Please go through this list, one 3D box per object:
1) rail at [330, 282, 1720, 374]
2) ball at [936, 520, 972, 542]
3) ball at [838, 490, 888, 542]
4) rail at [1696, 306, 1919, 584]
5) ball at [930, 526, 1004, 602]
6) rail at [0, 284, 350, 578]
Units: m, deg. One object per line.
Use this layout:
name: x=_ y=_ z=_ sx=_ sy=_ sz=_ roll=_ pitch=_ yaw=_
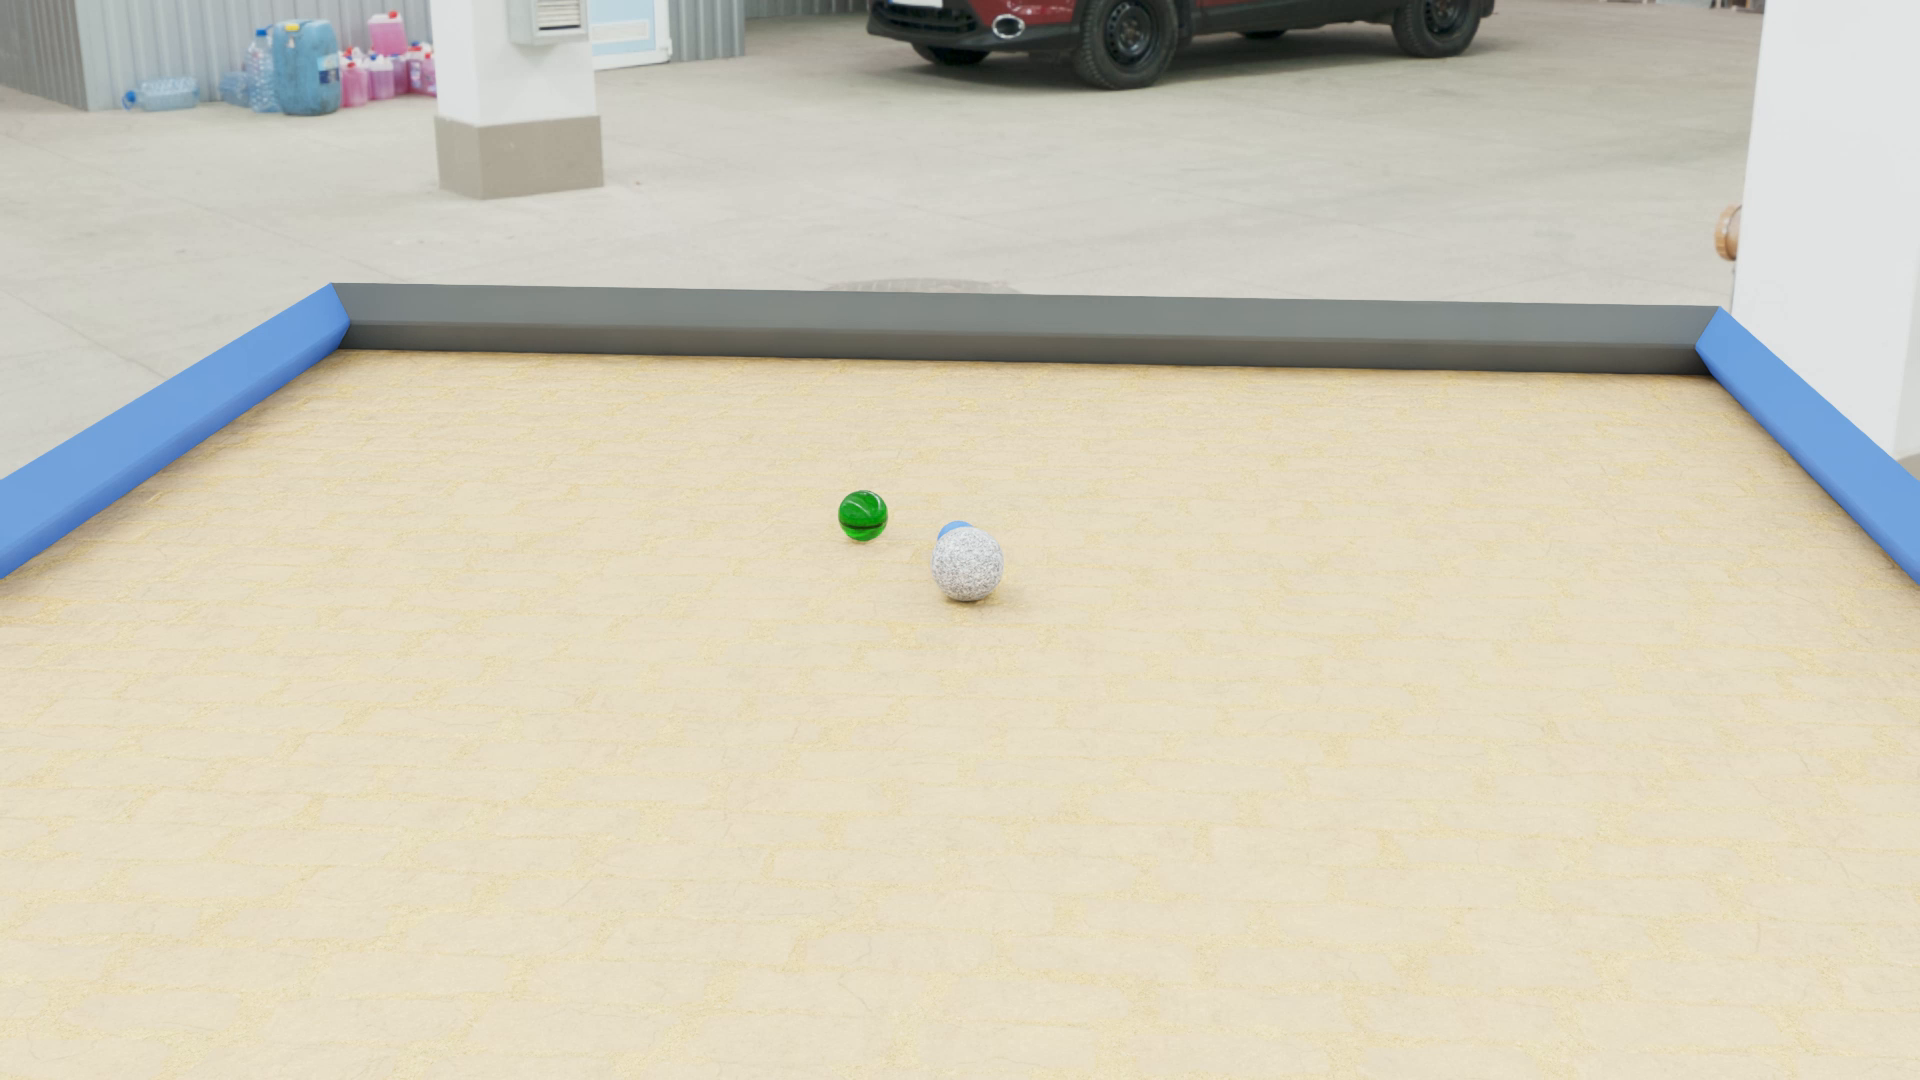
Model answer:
rail: x=0.080 y=-0.348 z=3.659 sx=2.320 sy=0.115 sz=0.045 roll=1 pitch=19 yaw=4
ball: x=-0.002 y=0.003 z=2.719 sx=0.054 sy=0.054 sz=0.054 roll=0 pitch=19 yaw=0
ball: x=-0.123 y=-0.031 z=2.802 sx=0.065 sy=0.065 sz=0.065 roll=0 pitch=19 yaw=0
rail: x=1.051 y=0.339 z=1.626 sx=0.045 sy=0.115 sz=4.173 roll=1 pitch=19 yaw=4
ball: x=0.009 y=0.028 z=2.591 sx=0.088 sy=0.088 sz=0.088 roll=0 pitch=19 yaw=0
rail: x=-1.215 y=0.282 z=1.795 sx=0.045 sy=0.115 sz=4.173 roll=1 pitch=19 yaw=4
